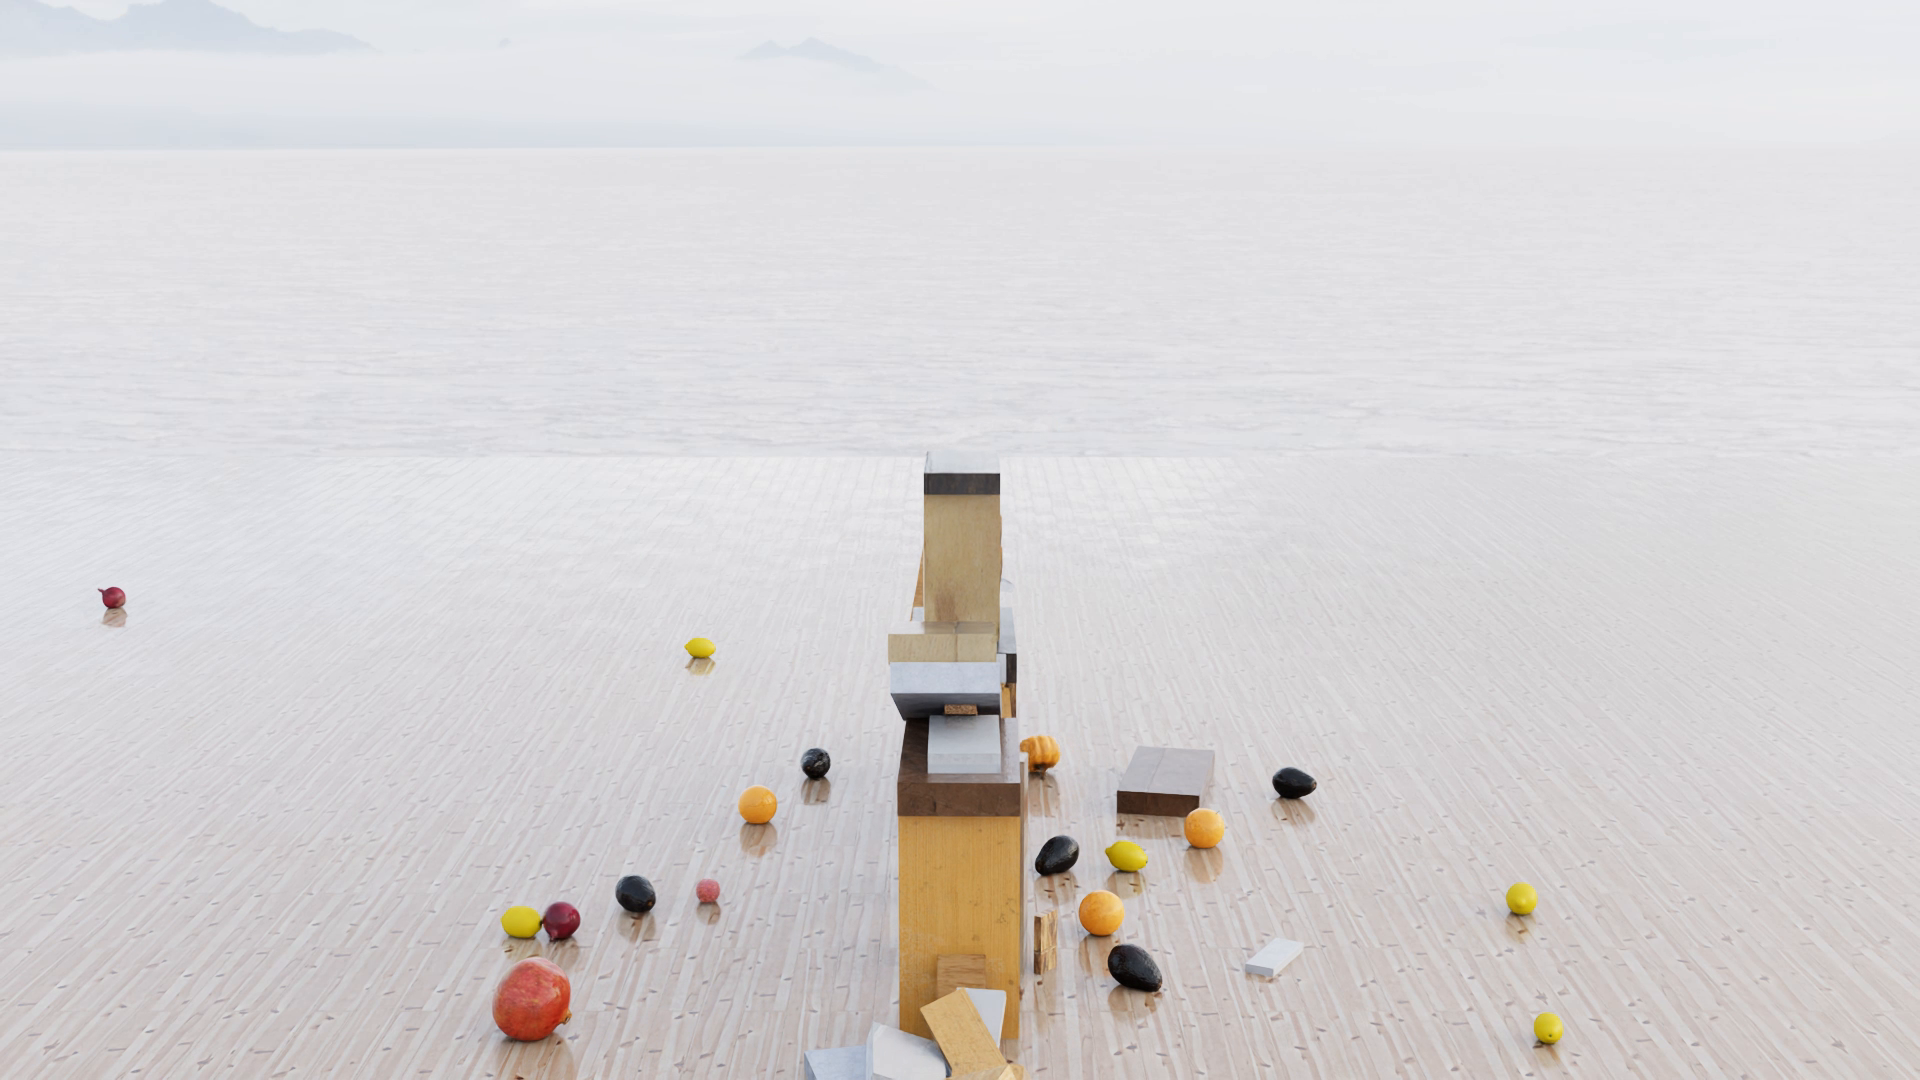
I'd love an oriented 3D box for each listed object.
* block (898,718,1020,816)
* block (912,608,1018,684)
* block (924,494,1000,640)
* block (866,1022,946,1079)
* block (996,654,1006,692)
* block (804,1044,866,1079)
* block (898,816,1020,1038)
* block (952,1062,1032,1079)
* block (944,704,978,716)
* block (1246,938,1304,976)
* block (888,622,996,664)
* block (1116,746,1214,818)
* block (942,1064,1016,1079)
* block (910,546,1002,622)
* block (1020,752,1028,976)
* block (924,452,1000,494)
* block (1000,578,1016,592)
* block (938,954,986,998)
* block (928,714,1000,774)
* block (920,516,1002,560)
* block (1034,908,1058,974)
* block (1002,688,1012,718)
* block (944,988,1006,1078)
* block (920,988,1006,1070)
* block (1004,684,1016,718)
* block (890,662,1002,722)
[{"bbox_3d":[0.001,0.322,3.149,0.167,0.047,0.335,0,11,1],"label":"block"},{"bbox_3d":[0.005,0.179,3.794,0.178,0.050,0.356,0,11,0],"label":"block"},{"bbox_3d":[0.003,0.042,3.694,0.127,0.254,0.036,-1,10,-3],"label":"block"},{"bbox_3d":[-0.072,0.695,2.897,0.100,0.028,0.201,19,5,-4],"label":"block"},{"bbox_3d":[-0.006,0.210,3.450,0.153,0.043,0.305,0,-6,0],"label":"block"},{"bbox_3d":[-0.137,0.720,2.890,0.100,0.028,0.201,-3,11,-14],"label":"block"},{"bbox_3d":[-0.001,0.530,3.074,0.167,0.335,0.047,0,11,0],"label":"block"},{"bbox_3d":[0.044,0.692,2.802,0.089,0.025,0.177,1,-21,7],"label":"block"},{"bbox_3d":[0.002,0.255,3.245,0.045,0.013,0.091,0,-11,2],"label":"block"},{"bbox_3d":[0.482,0.639,3.370,0.045,0.013,0.125,6,12,29],"label":"block"},{"bbox_3d":[-0.023,0.151,3.246,0.153,0.043,0.305,0,1,1],"label":"block"},{"bbox_3d":[0.399,0.463,4.232,0.154,0.044,0.308,2,11,12],"label":"block"},{"bbox_3d":[-0.061,0.703,2.648,0.250,0.035,0.125,-20,10,30],"label":"block"},{"bbox_3d":[-0.005,0.107,4.160,0.154,0.044,0.308,1,30,4],"label":"block"},{"bbox_3d":[0.016,0.485,3.317,0.167,0.335,0.047,2,11,9],"label":"block"},{"bbox_3d":[0.004,-0.116,3.753,0.127,0.036,0.254,0,11,0],"label":"block"},{"bbox_3d":[0.050,0.082,4.488,0.063,0.018,0.125,29,13,36],"label":"block"},{"bbox_3d":[0.002,0.641,3.036,0.067,0.134,0.019,0,-11,0],"label":"block"},{"bbox_3d":[0.006,0.288,3.120,0.100,0.028,0.201,0,11,0],"label":"block"},{"bbox_3d":[0.001,0.045,4.404,0.154,0.044,0.402,1,23,3],"label":"block"},{"bbox_3d":[0.130,0.607,3.329,0.013,0.091,0.045,7,13,34],"label":"block"},{"bbox_3d":[0.004,0.293,3.478,0.153,0.043,0.305,0,10,0],"label":"block"},{"bbox_3d":[0.020,0.670,2.972,0.067,0.019,0.134,2,48,10],"label":"block"},{"bbox_3d":[0.005,0.670,2.949,0.067,0.019,0.134,-23,48,-13],"label":"block"},{"bbox_3d":[0.005,0.400,3.714,0.178,0.356,0.050,0,11,0],"label":"block"},{"bbox_3d":[-0.017,0.226,3.243,0.153,0.043,0.364,0,-11,1],"label":"block"}]
